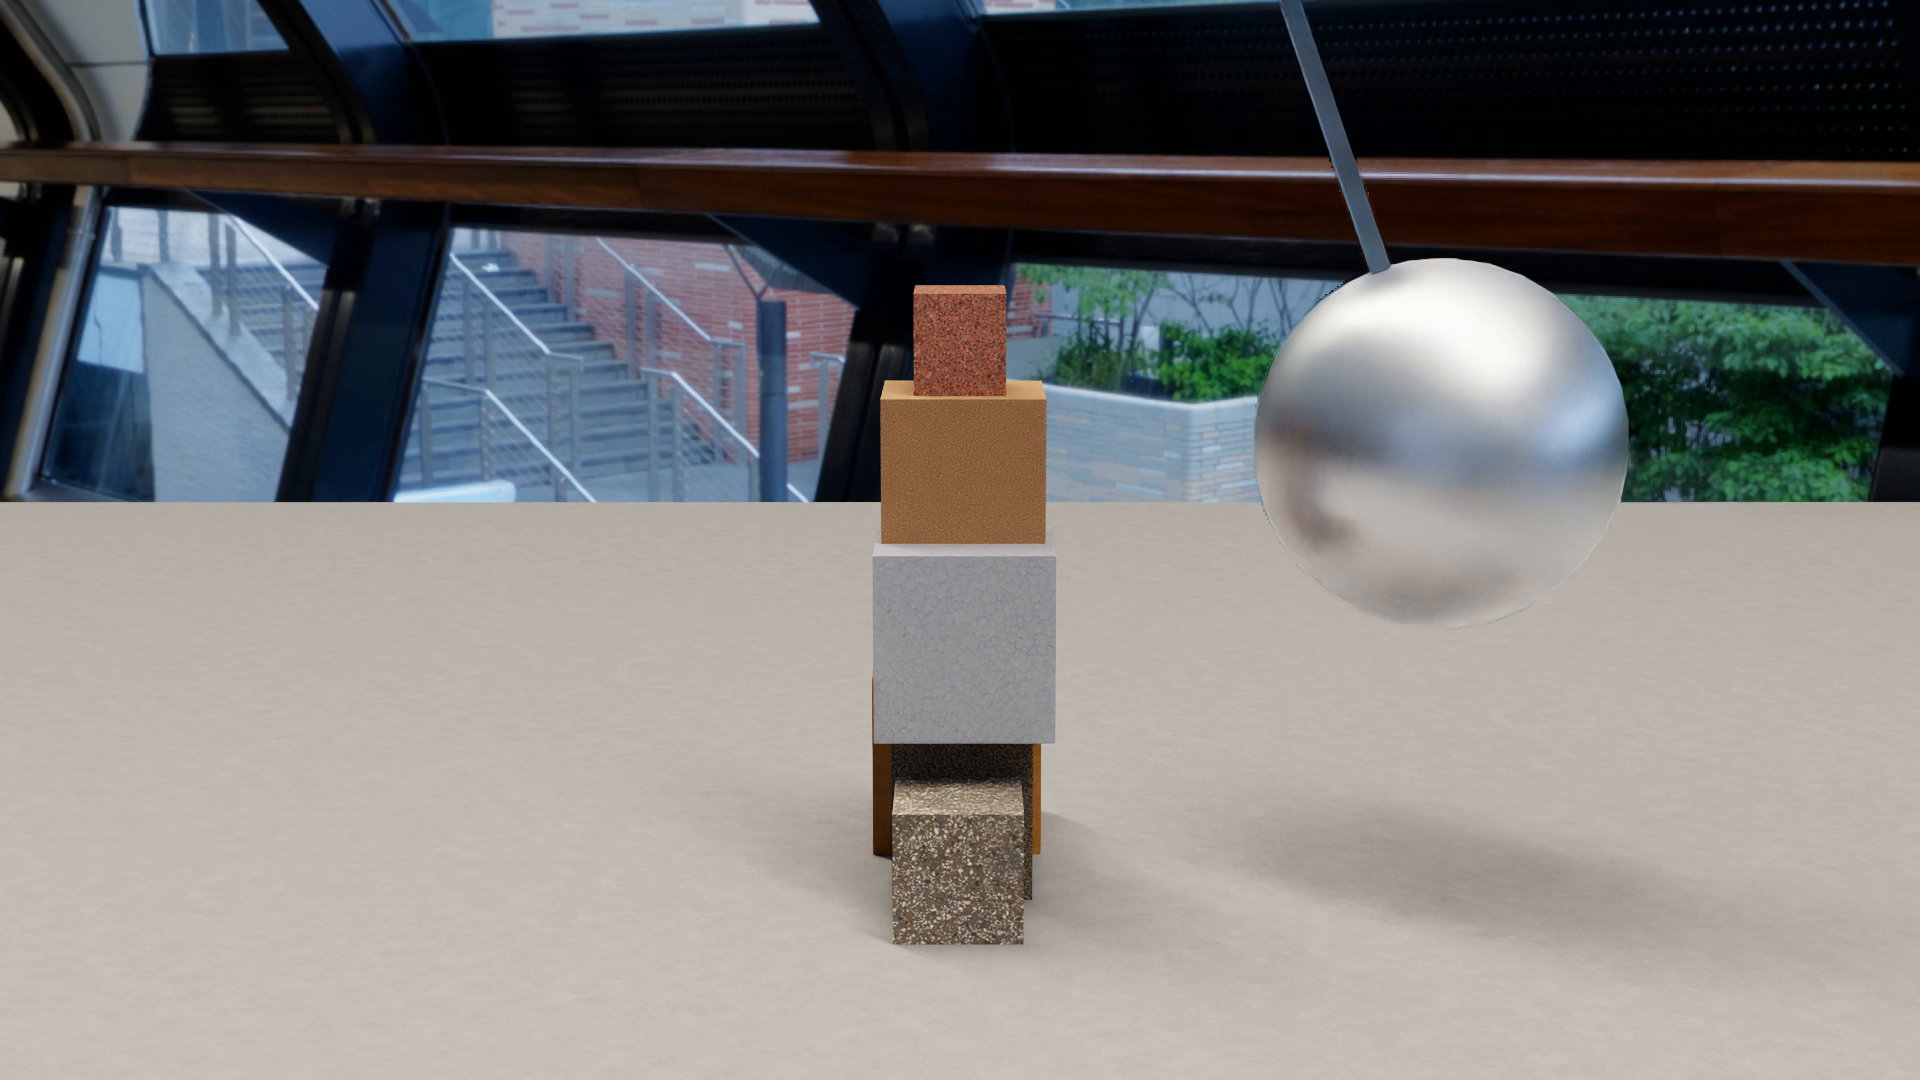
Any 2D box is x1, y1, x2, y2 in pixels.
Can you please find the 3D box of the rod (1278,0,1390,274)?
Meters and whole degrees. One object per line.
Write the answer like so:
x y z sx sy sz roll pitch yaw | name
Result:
0.899 -3.556 10.534 0.080 5.200 0.080 -20 10 4 | rod

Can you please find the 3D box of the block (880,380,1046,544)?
0.014 -0.346 11.117 0.695 0.614 0.666 0 10 0 | block

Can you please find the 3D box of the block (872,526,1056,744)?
0.019 0.394 10.990 0.757 0.796 0.716 0 10 0 | block

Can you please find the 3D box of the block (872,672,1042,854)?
-0.014 0.962 11.981 0.764 0.821 0.744 0 10 0 | block

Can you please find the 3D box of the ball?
2.074 -0.417 11.104 1.600 1.600 1.600 0 10 0 | ball

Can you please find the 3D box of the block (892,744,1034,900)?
0.010 1.124 11.294 0.603 0.748 0.646 0 10 0 | block

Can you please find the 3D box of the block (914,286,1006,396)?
0.000 -0.860 11.024 0.390 0.432 0.431 0 10 0 | block

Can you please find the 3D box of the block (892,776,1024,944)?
-0.007 1.331 10.706 0.533 0.550 0.565 0 10 0 | block
